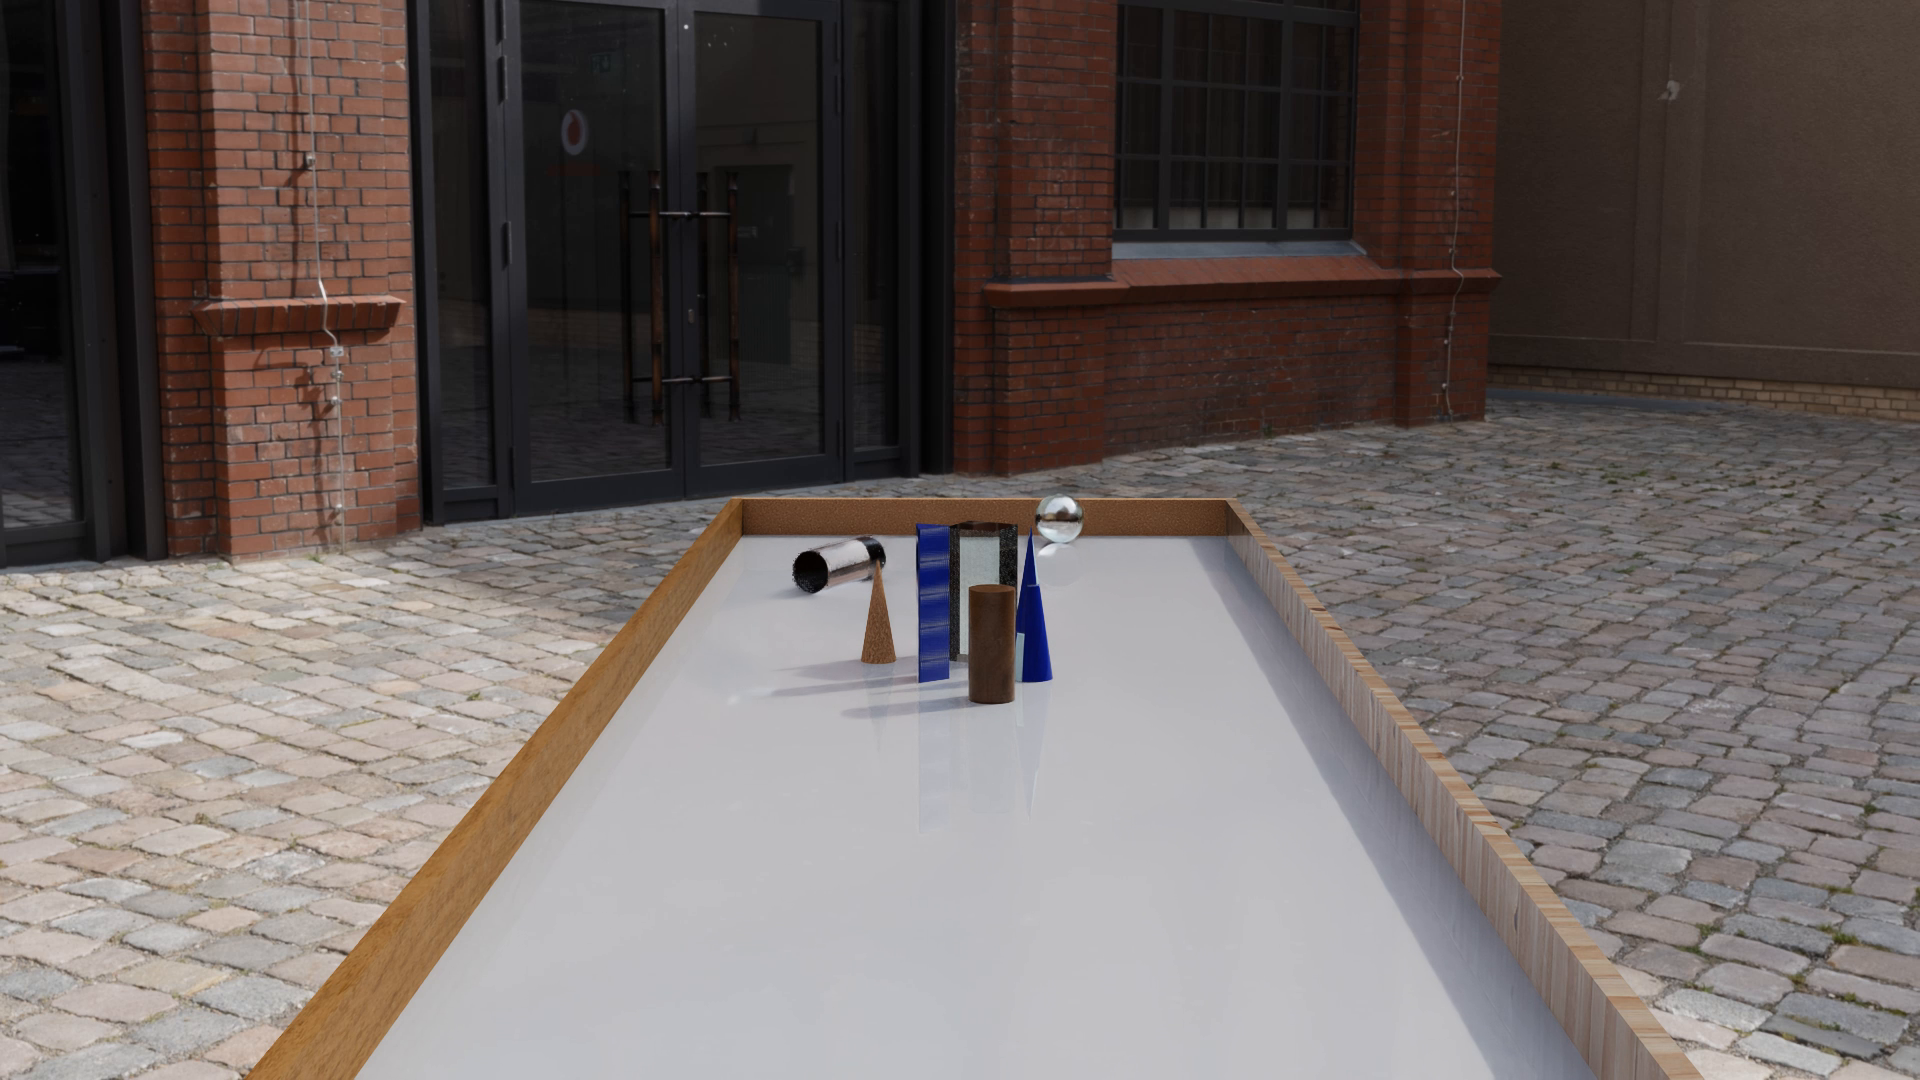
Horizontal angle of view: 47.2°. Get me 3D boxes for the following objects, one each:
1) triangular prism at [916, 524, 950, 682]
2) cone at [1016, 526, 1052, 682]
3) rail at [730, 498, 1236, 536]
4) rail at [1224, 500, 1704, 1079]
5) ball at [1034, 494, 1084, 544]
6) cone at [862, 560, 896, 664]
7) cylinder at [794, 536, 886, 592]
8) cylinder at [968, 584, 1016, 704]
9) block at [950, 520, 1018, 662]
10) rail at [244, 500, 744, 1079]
[{"bbox_3d":[-0.101,0.181,6.420,0.106,0.453,0.091,-6,11,-34],"label":"triangular prism"},{"bbox_3d":[0.206,0.179,6.426,0.136,0.455,0.136,0,9,0],"label":"cone"},{"bbox_3d":[0.099,-0.098,9.147,2.100,0.150,0.050,0,9,1],"label":"rail"},{"bbox_3d":[1.046,0.843,3.208,0.050,0.150,12.000,0,9,1],"label":"rail"},{"bbox_3d":[0.403,-0.087,8.912,0.202,0.202,0.202,0,9,0],"label":"ball"},{"bbox_3d":[-0.248,0.206,6.672,0.108,0.325,0.108,0,9,0],"label":"cone"},{"bbox_3d":[-0.436,0.088,7.976,0.150,0.150,0.387,5,10,29],"label":"cylinder"},{"bbox_3d":[0.089,0.291,6.162,0.132,0.317,0.132,0,9,0],"label":"cylinder"},{"bbox_3d":[0.064,0.159,6.704,0.167,0.408,0.167,5,10,27],"label":"block"},{"bbox_3d":[-1.004,0.839,3.234,0.050,0.150,12.000,0,9,1],"label":"rail"}]
